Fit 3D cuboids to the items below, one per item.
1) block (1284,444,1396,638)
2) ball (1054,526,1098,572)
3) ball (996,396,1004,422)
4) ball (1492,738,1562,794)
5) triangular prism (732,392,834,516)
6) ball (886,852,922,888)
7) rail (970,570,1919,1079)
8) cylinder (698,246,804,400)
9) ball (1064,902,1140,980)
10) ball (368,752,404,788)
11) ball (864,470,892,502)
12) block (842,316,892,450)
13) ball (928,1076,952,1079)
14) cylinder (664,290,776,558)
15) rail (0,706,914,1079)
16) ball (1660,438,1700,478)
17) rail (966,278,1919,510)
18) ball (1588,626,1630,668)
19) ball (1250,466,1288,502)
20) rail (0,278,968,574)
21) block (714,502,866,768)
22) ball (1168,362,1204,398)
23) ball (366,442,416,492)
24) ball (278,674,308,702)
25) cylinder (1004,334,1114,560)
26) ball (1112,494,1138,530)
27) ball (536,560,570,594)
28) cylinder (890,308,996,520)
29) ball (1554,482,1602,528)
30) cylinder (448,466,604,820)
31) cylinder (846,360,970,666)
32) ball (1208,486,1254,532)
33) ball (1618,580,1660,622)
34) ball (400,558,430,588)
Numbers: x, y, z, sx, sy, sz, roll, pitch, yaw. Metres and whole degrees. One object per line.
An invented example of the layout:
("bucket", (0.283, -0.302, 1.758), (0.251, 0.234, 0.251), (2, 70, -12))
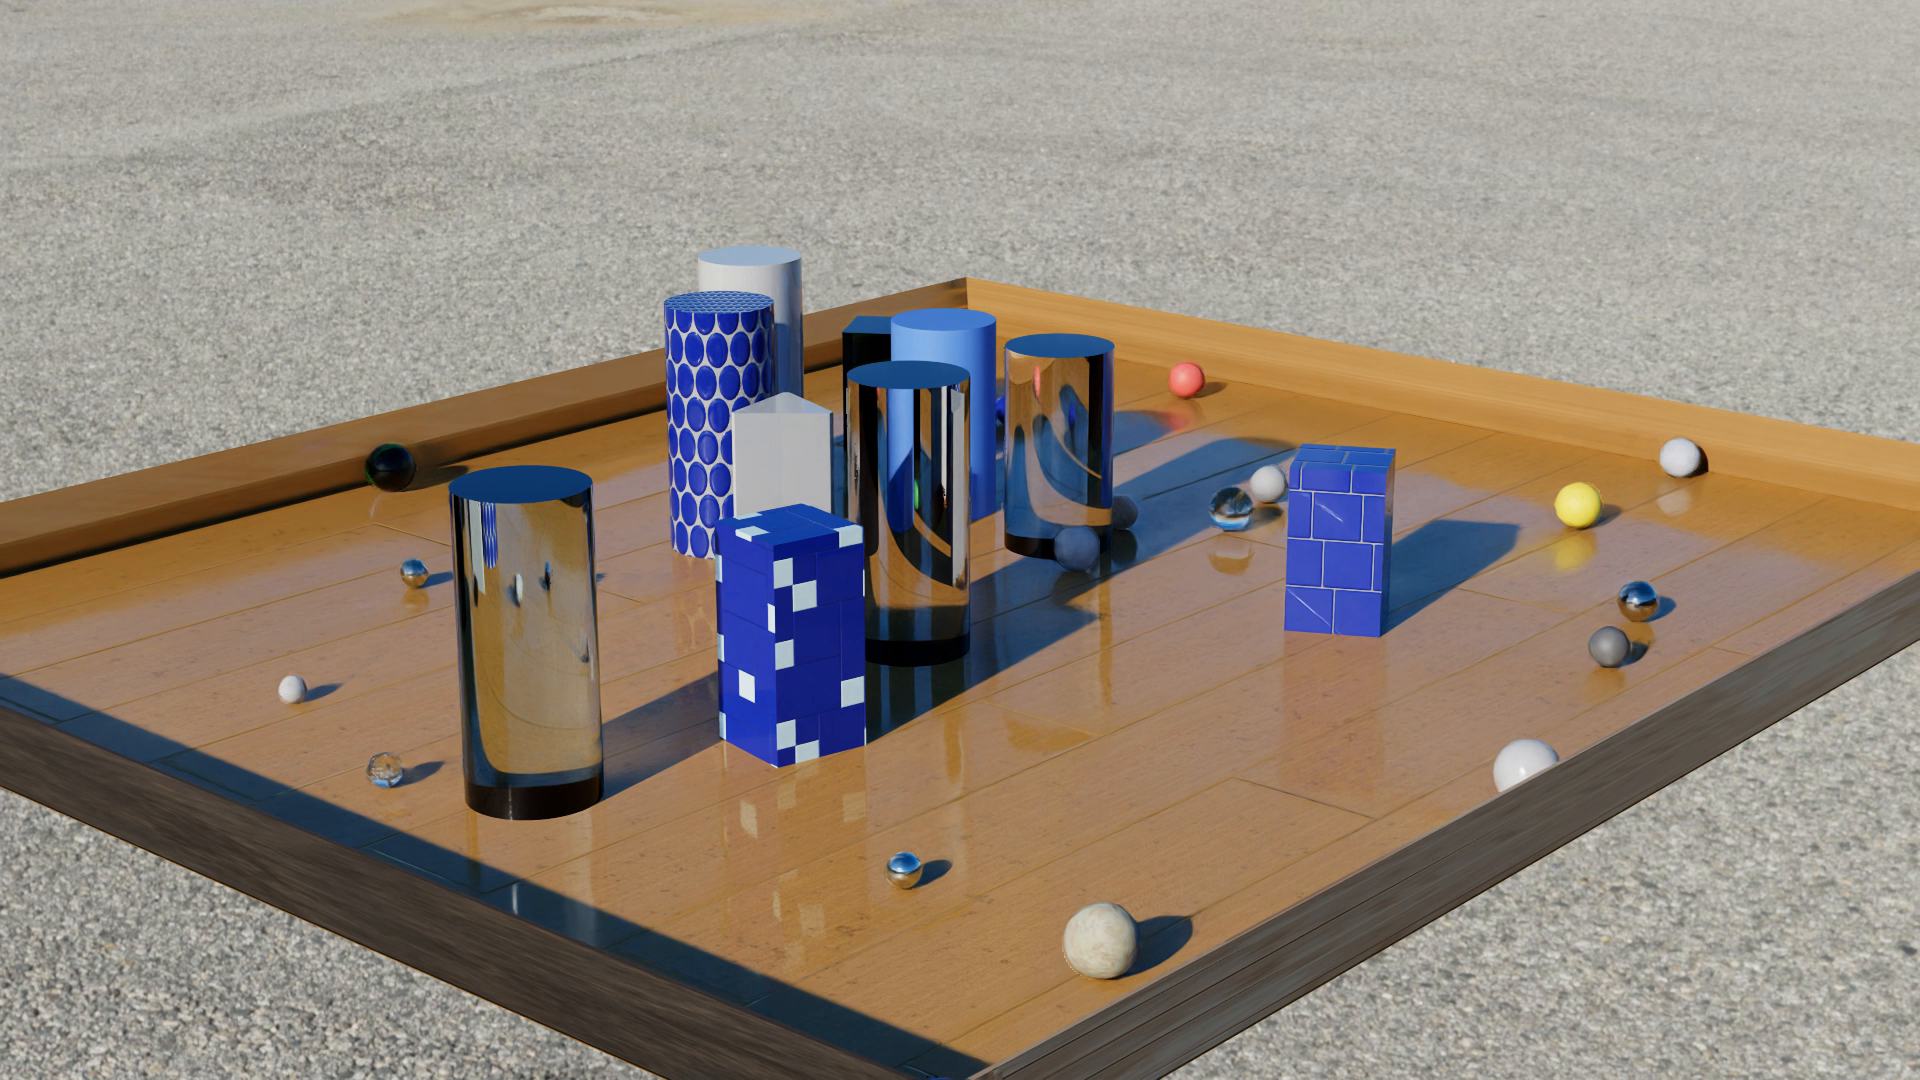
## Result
("block", (0.644, -0.001, 4.965), (0.160, 0.285, 0.160), (4, 17, 13))
("ball", (0.208, 0.015, 5.265), (0.082, 0.082, 0.082), (0, 17, 0))
("ball", (0.104, -0.279, 6.276), (0.062, 0.062, 0.062), (0, 17, 0))
("ball", (0.810, 0.333, 4.179), (0.099, 0.099, 0.099), (0, 17, 0))
("triangular prism", (-0.309, -0.091, 5.210), (0.173, 0.316, 0.150), (0, 17, 0))
("ball", (-0.074, 0.440, 3.911), (0.049, 0.049, 0.049), (0, 17, 0))
("rail", (1.020, 0.288, 4.272), (0.045, 0.130, 3.211), (14, 22, 39))
("cylinder", (-0.404, -0.322, 5.712), (0.200, 0.470, 0.200), (0, 17, 0))
("ball", (0.177, 0.497, 3.640), (0.096, 0.096, 0.096), (0, 17, 0))
("ball", (-0.835, 0.334, 4.258), (0.052, 0.052, 0.052), (0, 17, 0))
("ball", (-0.155, -0.104, 5.693), (0.063, 0.063, 0.063), (0, 17, 0))
("block", (-0.149, -0.324, 6.096), (0.160, 0.251, 0.160), (3, 17, 9))
("ball", (-0.021, 0.631, 3.216), (0.083, 0.083, 0.083), (0, 17, 0))
("cylinder", (-0.436, -0.212, 5.370), (0.200, 0.456, 0.200), (0, 17, 0))
("rail", (-1.037, 0.377, 3.976), (2.749, 0.130, 0.045), (14, 22, 39))
("ball", (1.440, -0.165, 5.864), (0.081, 0.081, 0.081), (0, 17, 0))
("rail", (1.037, -0.312, 6.263), (2.749, 0.130, 0.045), (14, 22, 39))
("ball", (1.055, 0.173, 4.765), (0.067, 0.067, 0.067), (0, 17, 0))
("ball", (0.600, -0.108, 5.691), (0.072, 0.072, 0.072), (0, 17, 0))
("rail", (-1.020, -0.223, 5.968), (0.045, 0.130, 3.211), (14, 22, 39))
("block", (-0.254, 0.140, 4.394), (0.160, 0.344, 0.160), (-12, 21, -35))
("ball", (0.501, -0.354, 6.493), (0.080, 0.080, 0.080), (0, 17, 0))
("ball", (-1.119, -0.143, 5.764), (0.096, 0.096, 0.096), (0, 17, 0))
("ball", (-1.047, 0.234, 4.603), (0.044, 0.044, 0.044), (0, 17, 0))
("cylinder", (0.181, -0.173, 5.378), (0.200, 0.376, 0.200), (0, 17, 0))
("ball", (0.302, -0.053, 5.515), (0.067, 0.067, 0.067), (0, 17, 0))
("ball", (-0.713, 0.064, 5.142), (0.059, 0.059, 0.059), (0, 17, 0))
("cylinder", (-0.031, -0.240, 5.607), (0.200, 0.372, 0.200), (0, 17, 0))
("ball", (1.165, -0.065, 5.524), (0.086, 0.086, 0.086), (0, 17, 0))
("cylinder", (-0.615, 0.145, 4.169), (0.200, 0.466, 0.200), (0, 17, 0))
("cylinder", (-0.083, -0.045, 4.799), (0.200, 0.465, 0.200), (0, 17, 0))
("ball", (0.509, -0.059, 5.505), (0.084, 0.084, 0.084), (0, 17, 0))
("ball", (1.154, 0.104, 4.990), (0.070, 0.070, 0.070), (0, 17, 0))
("ball", (-0.962, 0.059, 5.174), (0.051, 0.051, 0.051), (0, 17, 0))
